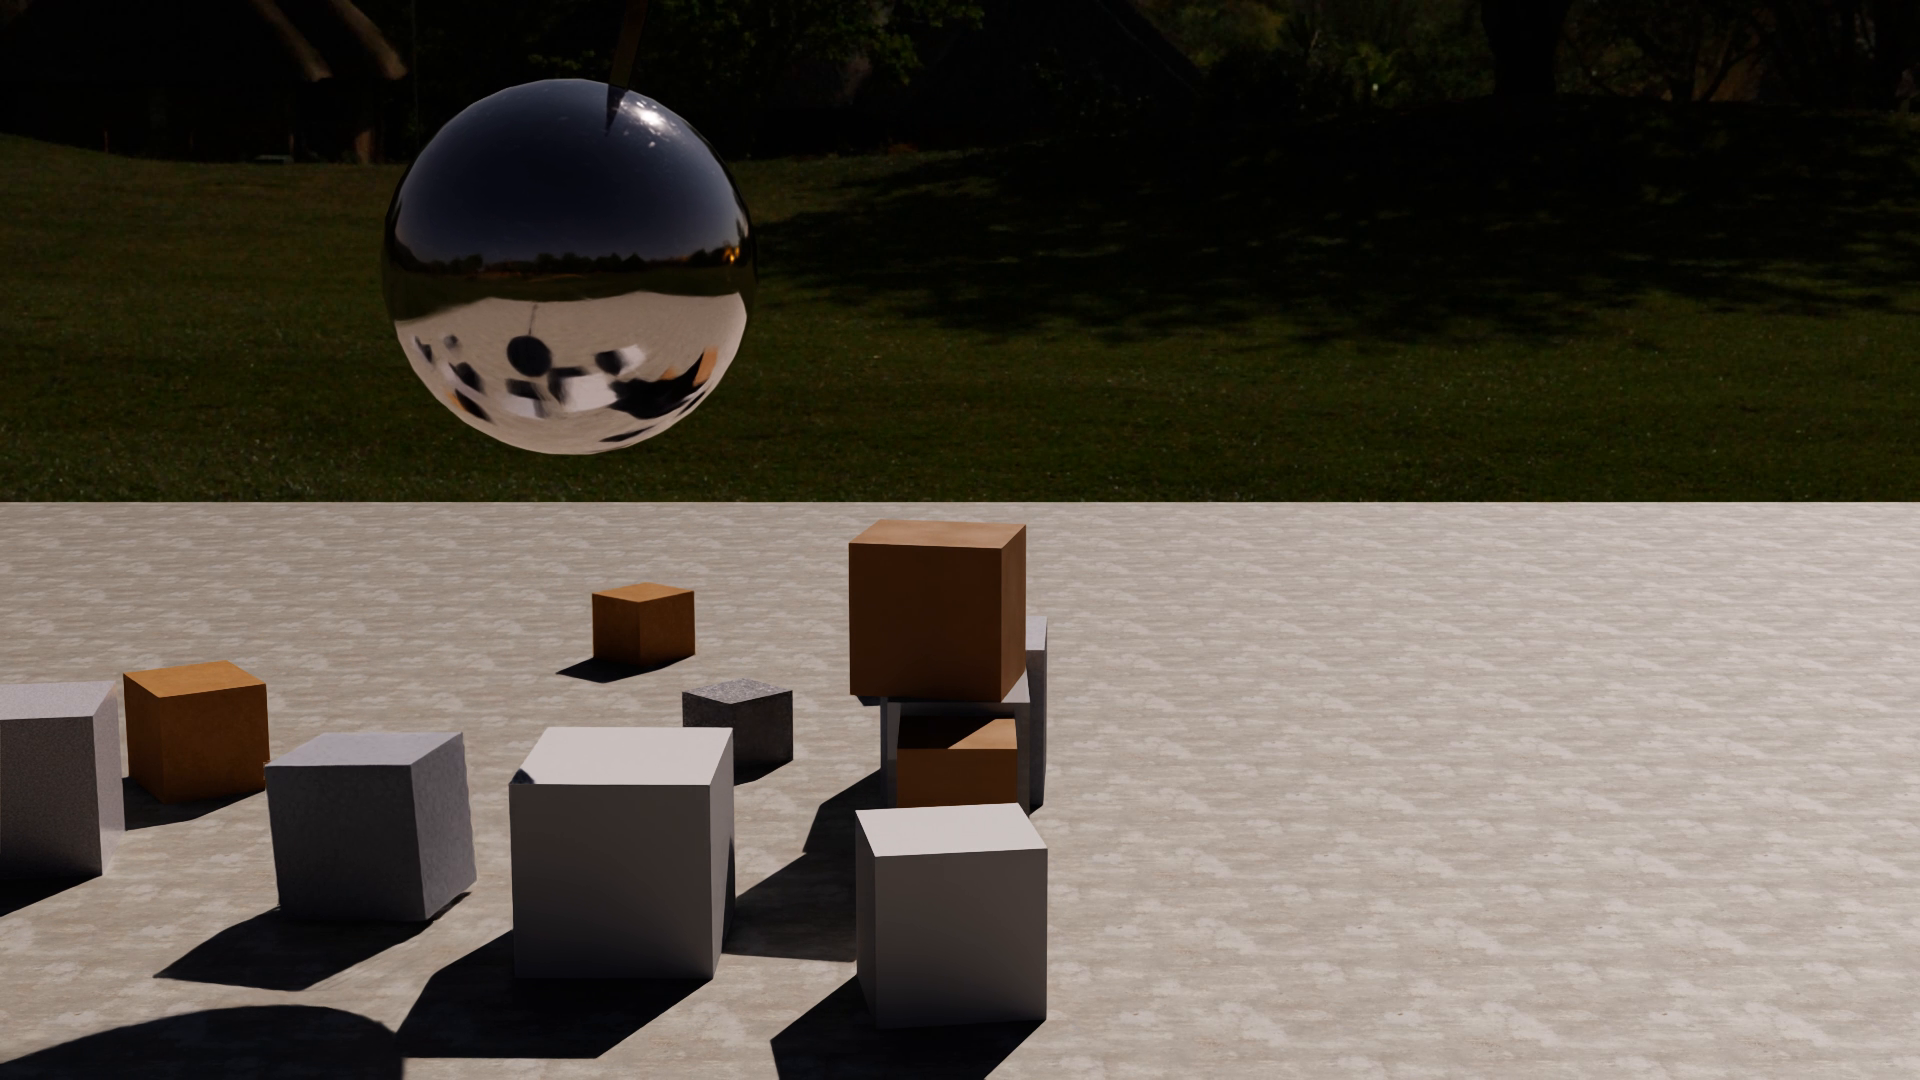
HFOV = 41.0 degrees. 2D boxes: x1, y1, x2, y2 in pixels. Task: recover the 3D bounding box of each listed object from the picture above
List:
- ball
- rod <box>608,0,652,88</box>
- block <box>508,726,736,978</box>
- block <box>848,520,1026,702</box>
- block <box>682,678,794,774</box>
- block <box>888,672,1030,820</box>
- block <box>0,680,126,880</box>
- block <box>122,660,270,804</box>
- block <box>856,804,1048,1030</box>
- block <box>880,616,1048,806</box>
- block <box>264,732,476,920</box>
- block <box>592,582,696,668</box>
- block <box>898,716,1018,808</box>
[{"bbox_3d":[-1.662,-1.162,10.969,1.600,1.600,1.600,0,10,0],"label":"ball"},{"bbox_3d":[-0.720,-4.377,10.385,0.080,5.200,0.080,16,10,-3],"label":"rod"},{"bbox_3d":[-1.354,1.257,10.449,0.781,0.789,0.883,0,10,1],"label":"block"},{"bbox_3d":[-0.096,0.317,11.913,0.705,0.708,0.639,2,11,11],"label":"block"},{"bbox_3d":[-1.147,0.959,13.249,0.418,0.372,0.386,-10,14,-44],"label":"block"},{"bbox_3d":[-0.006,1.014,12.024,0.646,0.703,0.734,0,10,0],"label":"block"},{"bbox_3d":[-4.195,1.080,11.596,0.674,0.727,0.680,-2,10,-9],"label":"block"},{"bbox_3d":[-3.818,0.952,12.835,0.527,0.534,0.618,-7,12,-33],"label":"block"},{"bbox_3d":[-0.041,1.429,9.832,0.646,0.670,0.607,-2,10,-9],"label":"block"},{"bbox_3d":[0.030,0.835,12.810,0.792,0.773,0.784,1,10,3],"label":"block"},{"bbox_3d":[-2.499,1.212,10.924,0.652,0.667,0.550,-2,10,12],"label":"block"},{"bbox_3d":[-1.927,0.512,15.637,0.419,0.398,0.455,9,13,39],"label":"block"},{"bbox_3d":[-0.012,1.163,11.377,0.518,0.641,0.567,0,10,0],"label":"block"}]
